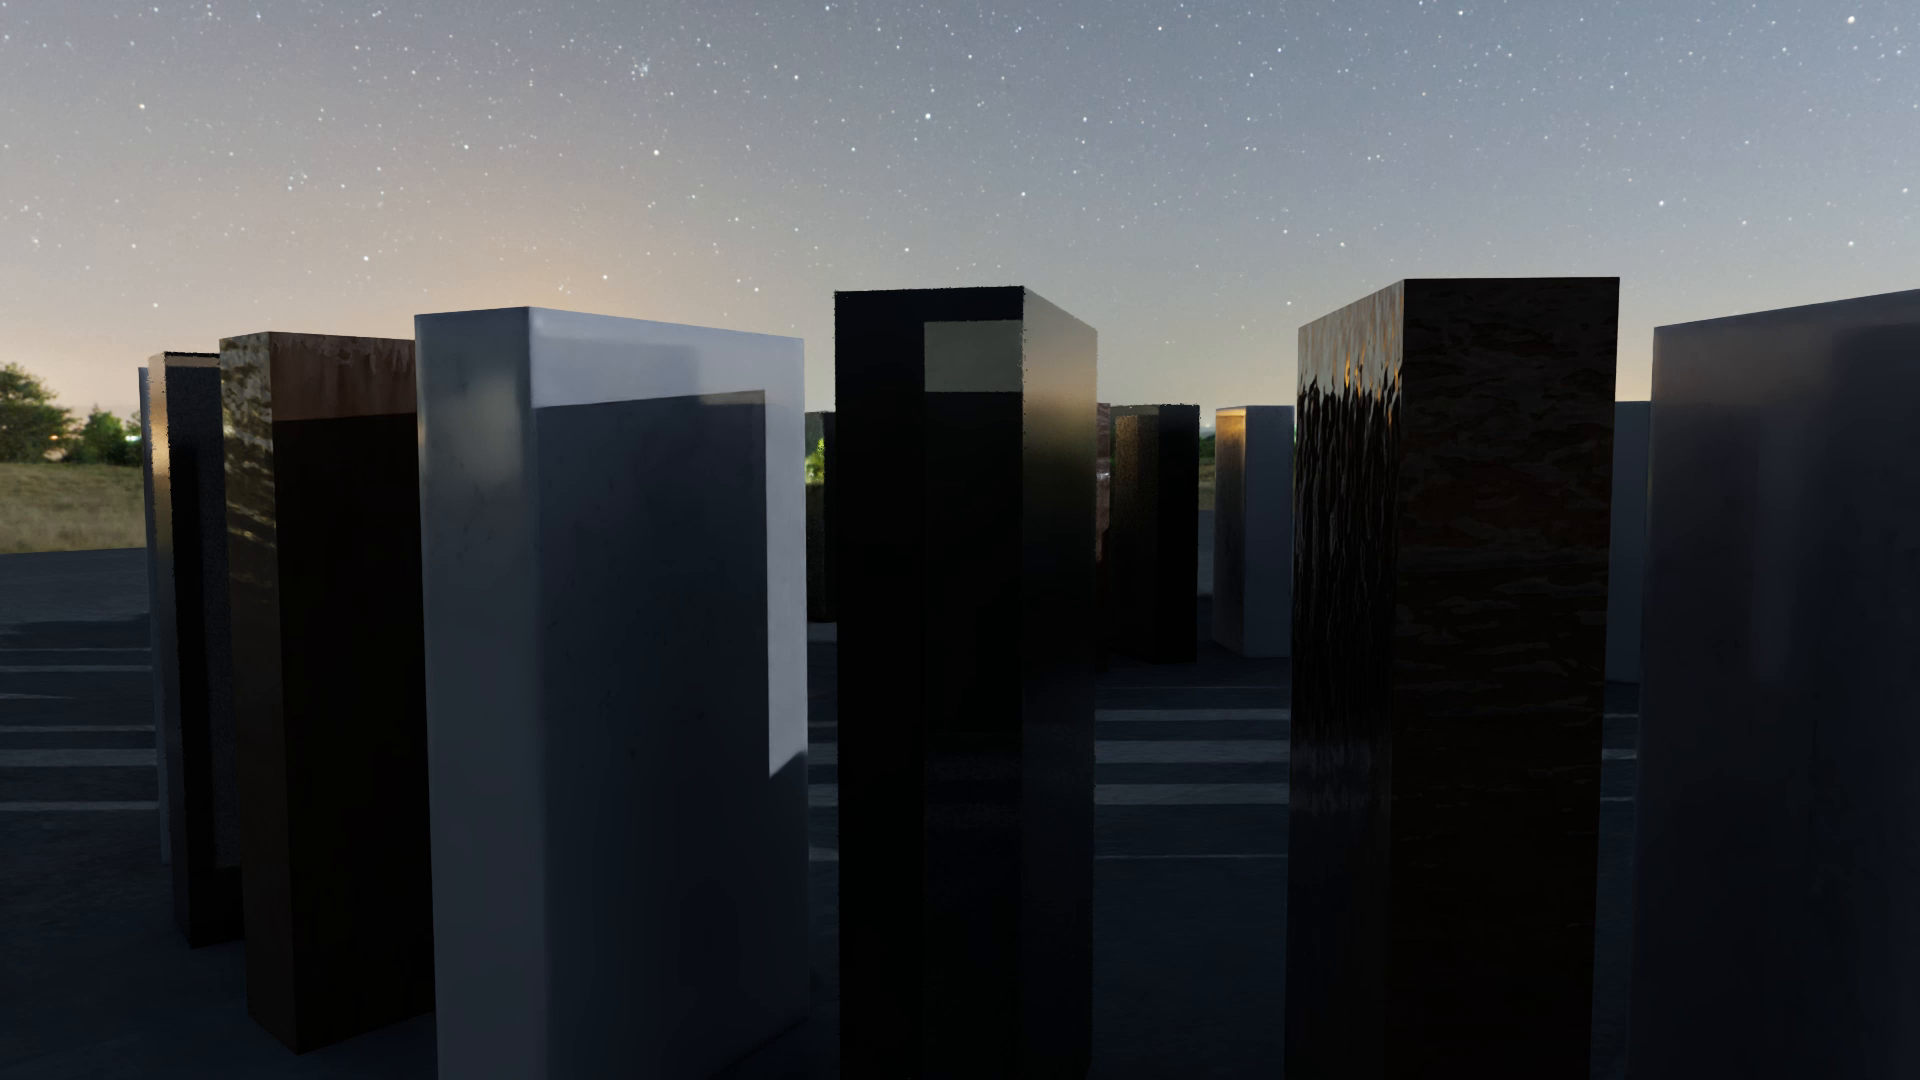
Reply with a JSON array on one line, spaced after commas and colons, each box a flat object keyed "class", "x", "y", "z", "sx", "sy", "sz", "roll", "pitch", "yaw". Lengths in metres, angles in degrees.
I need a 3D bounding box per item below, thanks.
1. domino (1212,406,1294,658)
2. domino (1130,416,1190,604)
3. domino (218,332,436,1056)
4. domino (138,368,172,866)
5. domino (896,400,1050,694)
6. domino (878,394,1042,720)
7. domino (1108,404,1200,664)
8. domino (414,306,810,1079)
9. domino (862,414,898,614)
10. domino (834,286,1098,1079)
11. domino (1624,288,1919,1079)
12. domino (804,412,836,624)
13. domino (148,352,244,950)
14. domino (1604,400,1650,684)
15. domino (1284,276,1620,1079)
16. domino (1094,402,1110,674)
[{"class": "domino", "x": 0.060, "y": -0.002, "z": 0.265, "sx": 0.009, "sy": 0.050, "sz": 0.025, "roll": 0, "pitch": 4, "yaw": -3}, {"class": "domino", "x": 0.055, "y": -0.009, "z": 0.352, "sx": 0.009, "sy": 0.050, "sz": 0.025, "roll": 0, "pitch": 4, "yaw": -6}, {"class": "domino", "x": -0.041, "y": 0.010, "z": 0.100, "sx": 0.009, "sy": 0.050, "sz": 0.025, "roll": 4, "pitch": 6, "yaw": 42}, {"class": "domino", "x": -0.072, "y": 0.007, "z": 0.138, "sx": 0.025, "sy": 0.050, "sz": 0.009, "roll": -3, "pitch": 5, "yaw": -31}, {"class": "domino", "x": 0.002, "y": 0.001, "z": 0.225, "sx": 0.025, "sy": 0.050, "sz": 0.010, "roll": 1, "pitch": 4, "yaw": 15}, {"class": "domino", "x": 0.000, "y": 0.002, "z": 0.201, "sx": 0.025, "sy": 0.050, "sz": 0.009, "roll": 0, "pitch": 4, "yaw": 0}, {"class": "domino", "x": 0.037, "y": -0.002, "z": 0.259, "sx": 0.009, "sy": 0.050, "sz": 0.025, "roll": -2, "pitch": 5, "yaw": -26}, {"class": "domino", "x": -0.021, "y": 0.011, "z": 0.085, "sx": 0.009, "sy": 0.050, "sz": 0.025, "roll": 2, "pitch": 5, "yaw": 30}, {"class": "domino", "x": -0.015, "y": -0.007, "z": 0.329, "sx": 0.009, "sy": 0.050, "sz": 0.025, "roll": -2, "pitch": 5, "yaw": -29}, {"class": "domino", "x": 0.001, "y": 0.012, "z": 0.076, "sx": 0.009, "sy": 0.050, "sz": 0.025, "roll": 1, "pitch": 4, "yaw": 14}, {"class": "domino", "x": 0.051, "y": 0.012, "z": 0.073, "sx": 0.010, "sy": 0.050, "sz": 0.025, "roll": 0, "pitch": 4, "yaw": -5}, {"class": "domino", "x": -0.036, "y": -0.006, "z": 0.316, "sx": 0.010, "sy": 0.050, "sz": 0.025, "roll": -3, "pitch": 5, "yaw": -36}, {"class": "domino", "x": -0.058, "y": 0.009, "z": 0.118, "sx": 0.025, "sy": 0.050, "sz": 0.010, "roll": -3, "pitch": 6, "yaw": -39}, {"class": "domino", "x": 0.127, "y": 0.000, "z": 0.237, "sx": 0.025, "sy": 0.050, "sz": 0.009, "roll": -4, "pitch": 6, "yaw": -41}, {"class": "domino", "x": 0.026, "y": 0.012, "z": 0.072, "sx": 0.010, "sy": 0.050, "sz": 0.025, "roll": 0, "pitch": 4, "yaw": 4}, {"class": "domino", "x": 0.016, "y": -0.001, "z": 0.245, "sx": 0.009, "sy": 0.050, "sz": 0.025, "roll": -4, "pitch": 6, "yaw": -41}]
